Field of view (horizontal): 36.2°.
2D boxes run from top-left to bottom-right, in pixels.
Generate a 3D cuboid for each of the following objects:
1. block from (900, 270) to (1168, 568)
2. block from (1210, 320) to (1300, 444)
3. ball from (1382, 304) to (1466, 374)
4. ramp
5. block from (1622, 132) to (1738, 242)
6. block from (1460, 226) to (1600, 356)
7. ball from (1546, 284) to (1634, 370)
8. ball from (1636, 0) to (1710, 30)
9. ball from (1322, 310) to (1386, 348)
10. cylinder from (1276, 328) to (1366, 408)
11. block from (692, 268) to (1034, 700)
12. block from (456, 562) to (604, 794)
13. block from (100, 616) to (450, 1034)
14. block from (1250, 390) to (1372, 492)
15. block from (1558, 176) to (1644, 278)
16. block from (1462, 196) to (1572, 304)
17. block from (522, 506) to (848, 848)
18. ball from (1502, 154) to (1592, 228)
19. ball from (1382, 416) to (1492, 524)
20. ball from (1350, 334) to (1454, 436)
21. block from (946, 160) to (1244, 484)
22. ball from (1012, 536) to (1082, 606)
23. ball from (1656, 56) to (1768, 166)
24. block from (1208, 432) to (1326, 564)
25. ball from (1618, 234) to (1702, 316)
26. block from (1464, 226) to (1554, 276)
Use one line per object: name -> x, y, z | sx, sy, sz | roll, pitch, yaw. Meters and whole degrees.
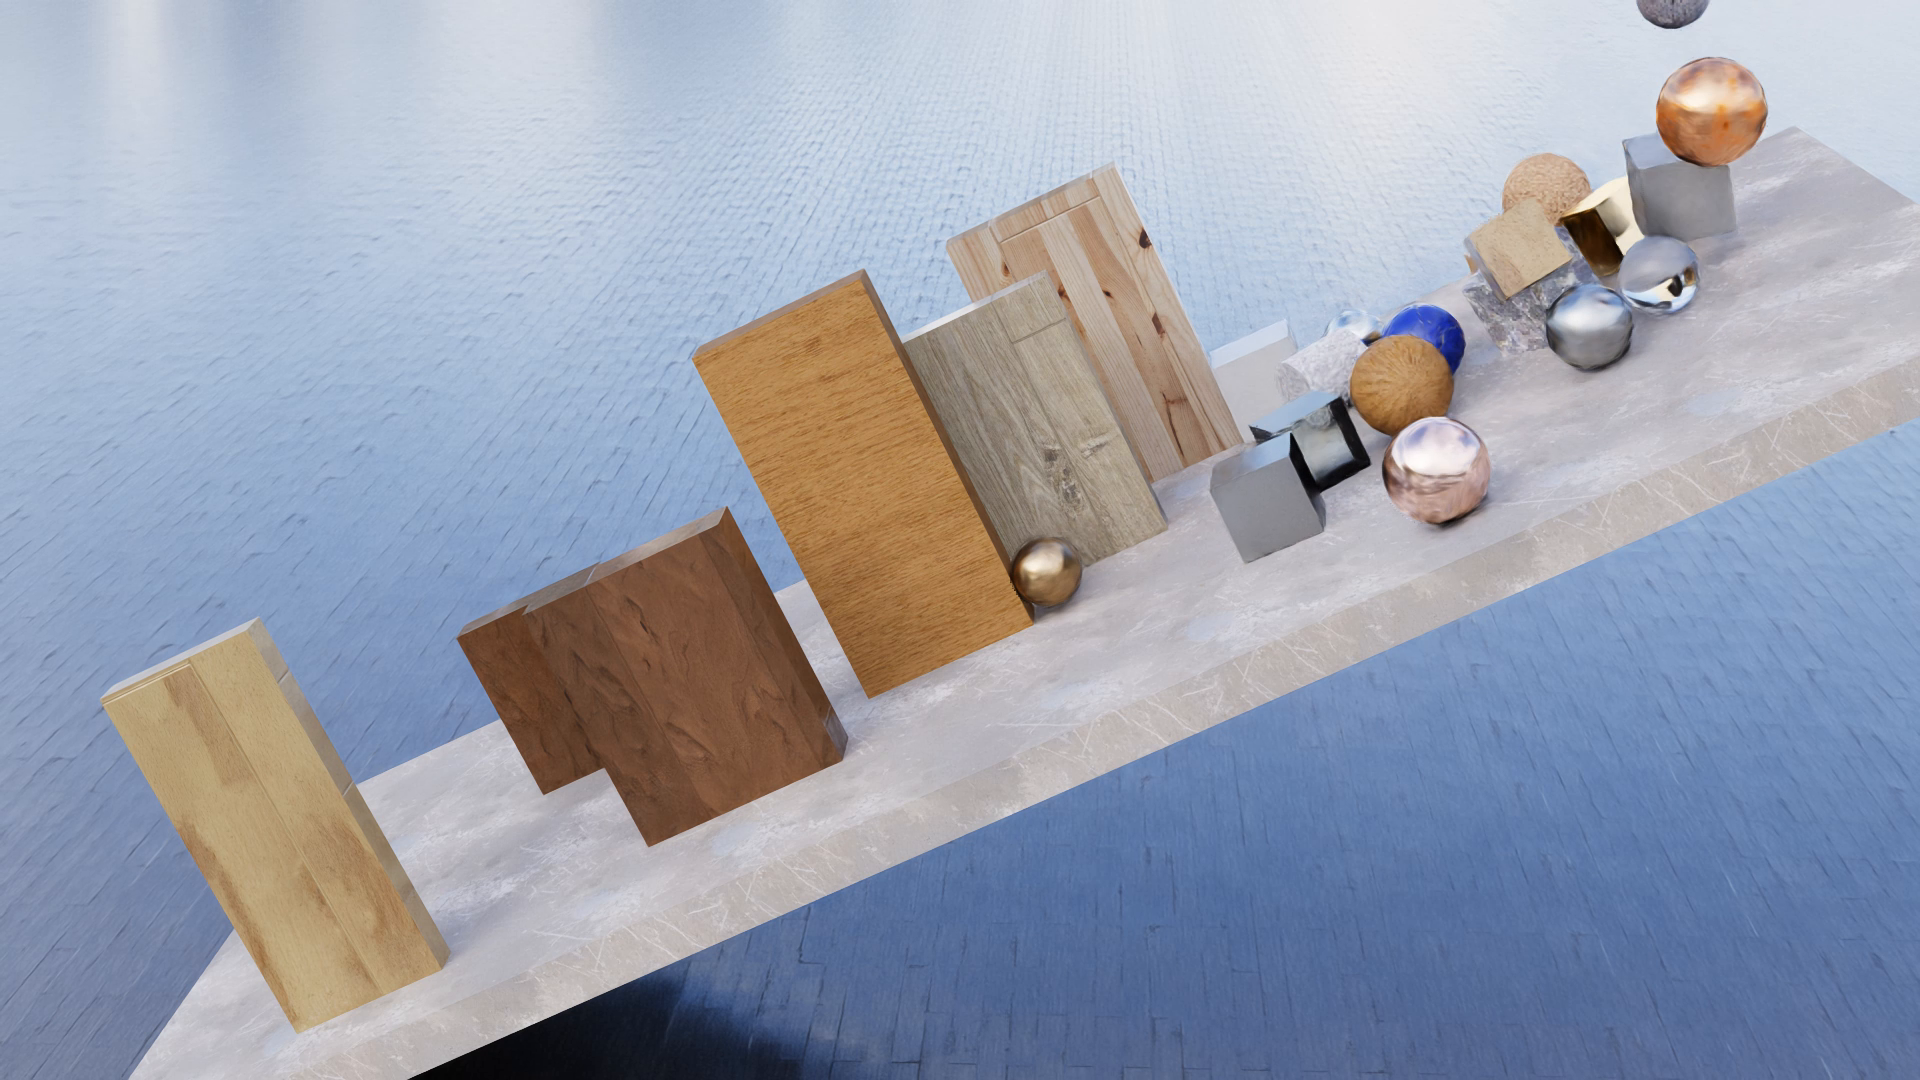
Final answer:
block -> 0.116, -0.205, 6.207 | 0.432, 0.602, 0.081 | -25, 13, 9
block -> 0.685, -0.356, 6.594 | 0.186, 0.186, 0.186 | -24, 13, 11
ball -> 0.986, -0.415, 6.261 | 0.178, 0.178, 0.178 | 0, 16, 0
ramp -> 0.137, 0.168, 6.281 | 4.000, 0.100, 2.000 | -25, 13, 9
block -> 1.491, -0.736, 6.095 | 0.180, 0.180, 0.180 | -12, 27, 7
block -> 1.205, -0.522, 6.178 | 0.177, 0.177, 0.177 | -9, 33, 53
ball -> 1.244, -0.422, 5.813 | 0.170, 0.170, 0.170 | 0, 16, 0
ball -> 1.428, -1.099, 5.889 | 0.150, 0.150, 0.150 | 0, 16, 0
ball -> 0.888, -0.440, 6.601 | 0.152, 0.152, 0.152 | 0, 16, 0
cylinder -> 0.803, -0.355, 6.419 | 0.160, 0.160, 0.160 | -30, 26, -15
block -> -0.191, -0.110, 6.010 | 0.378, 0.797, 0.115 | -25, 13, 9
block -> -0.865, 0.309, 6.554 | 0.344, 0.409, 0.100 | -25, 13, 9
block -> -1.322, 0.559, 5.703 | 0.328, 0.768, 0.084 | -25, 13, 9
block -> 0.713, -0.194, 5.994 | 0.156, 0.156, 0.156 | -29, 13, -8
block -> 1.438, -0.688, 6.411 | 0.156, 0.156, 0.156 | -36, 8, -17
block -> 1.120, -0.583, 5.919 | 0.149, 0.149, 0.149 | -31, -3, 5
block -> -0.538, 0.271, 5.804 | 0.432, 0.533, 0.137 | -25, 13, 9
ball -> 1.380, -0.805, 6.916 | 0.208, 0.208, 0.208 | 0, 16, 0
ball -> 0.868, -0.127, 5.358 | 0.197, 0.197, 0.197 | 0, 16, 0
ball -> 0.898, -0.314, 5.979 | 0.209, 0.209, 0.209 | 0, 16, 0
block -> 0.305, -0.447, 6.581 | 0.414, 0.683, 0.094 | -25, 13, 9
ball -> 0.178, 0.064, 5.997 | 0.145, 0.145, 0.145 | 0, 16, 0
ball -> 1.430, -0.815, 5.599 | 0.208, 0.208, 0.208 | 0, 16, 0
block -> 0.604, -0.083, 5.758 | 0.168, 0.168, 0.168 | -23, 14, 15
ball -> 1.412, -0.535, 5.935 | 0.162, 0.162, 0.162 | 0, 16, 0
block -> 1.235, -0.584, 6.450 | 0.165, 0.165, 0.165 | -27, 13, -3
